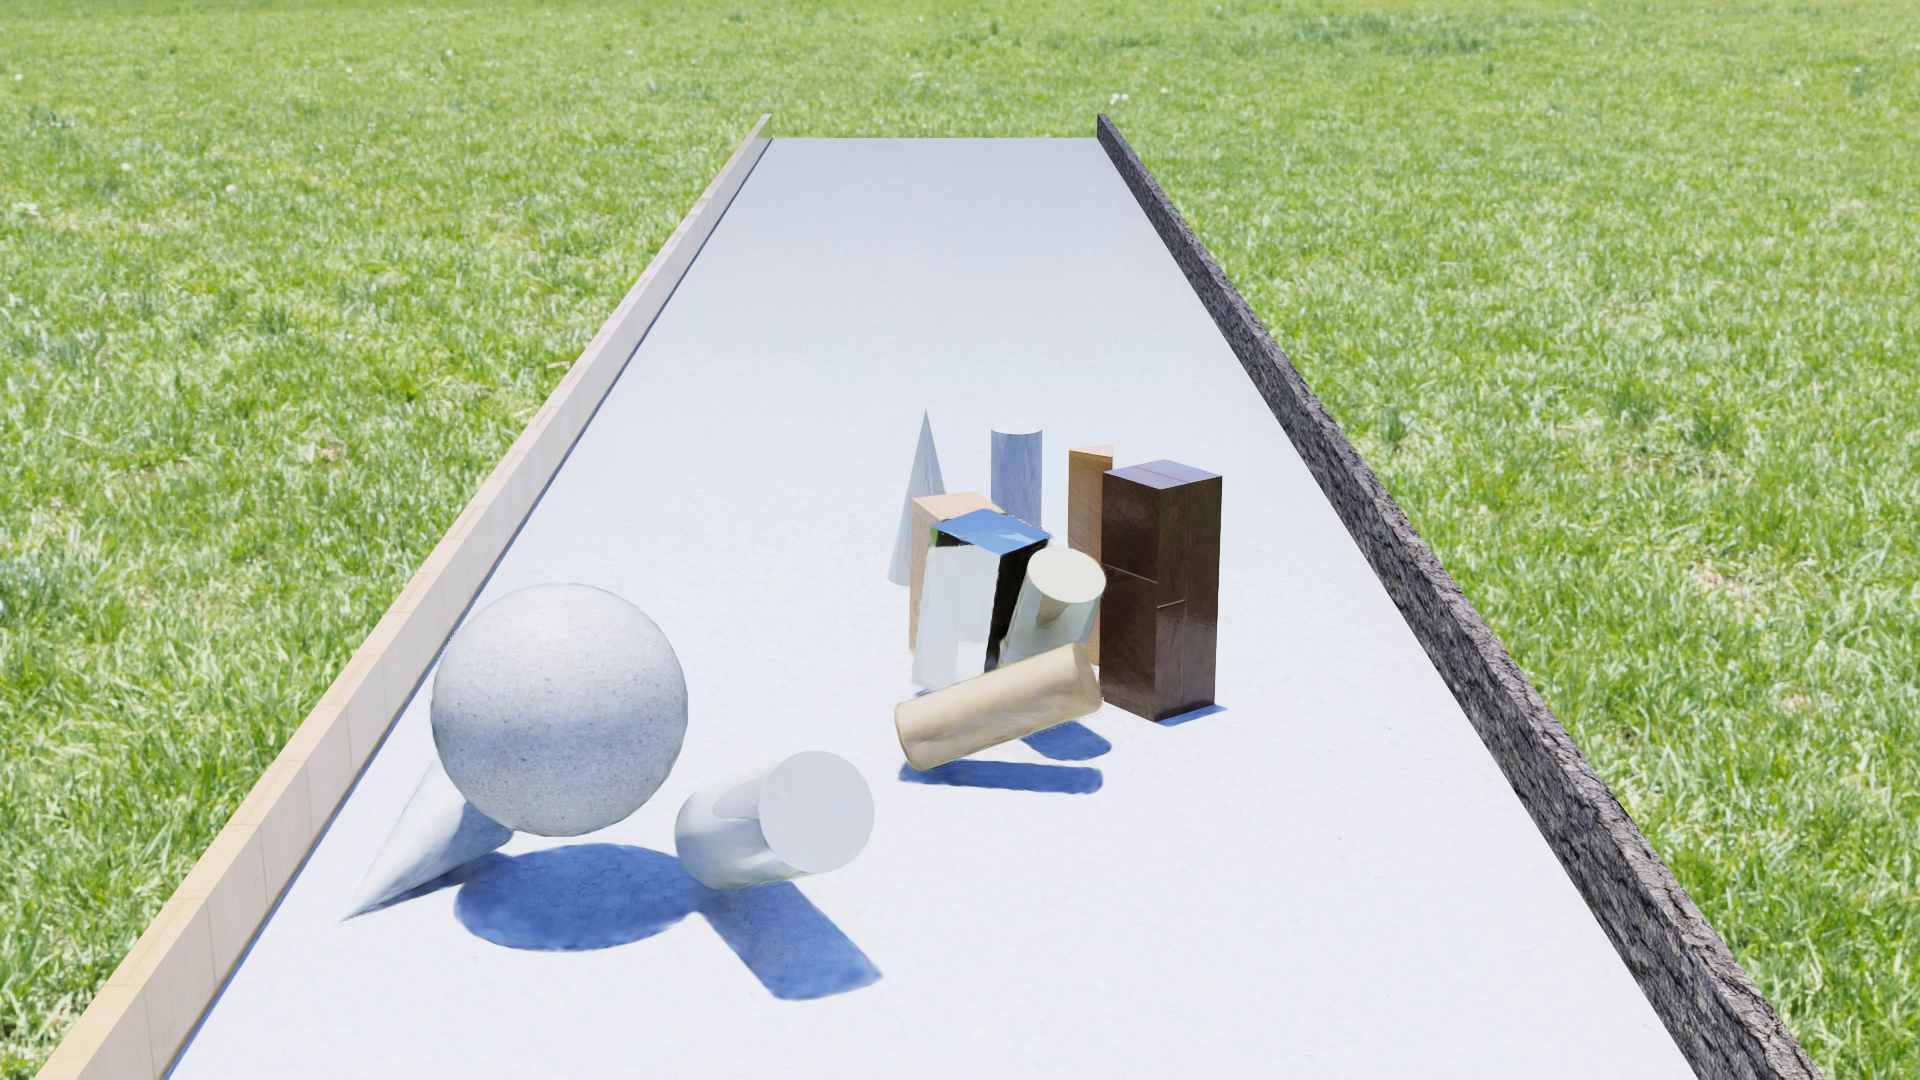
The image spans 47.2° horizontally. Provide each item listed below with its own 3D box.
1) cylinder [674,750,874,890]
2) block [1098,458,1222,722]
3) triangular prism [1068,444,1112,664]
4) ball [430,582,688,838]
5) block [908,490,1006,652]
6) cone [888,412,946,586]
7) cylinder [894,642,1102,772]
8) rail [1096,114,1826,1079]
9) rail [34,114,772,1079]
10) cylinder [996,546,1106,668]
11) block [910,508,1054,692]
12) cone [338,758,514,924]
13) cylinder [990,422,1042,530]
[{"bbox_3d":[-0.280,0.417,3.231,0.170,0.170,0.410,-8,-8,-25],"label":"cylinder"},{"bbox_3d":[0.374,0.093,4.126,0.156,0.449,0.156,-12,21,-36],"label":"block"},{"bbox_3d":[0.277,0.028,4.376,0.098,0.432,0.085,11,20,33],"label":"triangular prism"},{"bbox_3d":[-0.603,0.255,3.317,0.384,0.384,0.384,0,17,0],"label":"ball"},{"bbox_3d":[-0.008,0.082,4.372,0.138,0.321,0.138,-8,22,-24],"label":"block"},{"bbox_3d":[-0.075,-0.105,4.898,0.179,0.389,0.179,0,17,0],"label":"cone"},{"bbox_3d":[0.065,0.290,3.815,0.338,0.126,0.126,-20,12,15],"label":"cylinder"},{"bbox_3d":[0.932,-0.844,7.801,0.050,0.150,12.000,0,17,-1],"label":"rail"},{"bbox_3d":[-1.118,-0.838,7.780,0.050,0.150,12.000,0,17,-1],"label":"rail"},{"bbox_3d":[0.156,0.179,4.001,0.142,0.328,0.142,8,42,-8],"label":"cylinder"},{"bbox_3d":[0.041,0.132,4.175,0.165,0.325,0.165,23,27,33],"label":"block"},{"bbox_3d":[-0.858,0.497,3.403,0.177,0.177,0.311,9,35,29],"label":"cone"},{"bbox_3d":[0.118,-0.034,4.615,0.107,0.414,0.107,0,17,0],"label":"cylinder"}]
